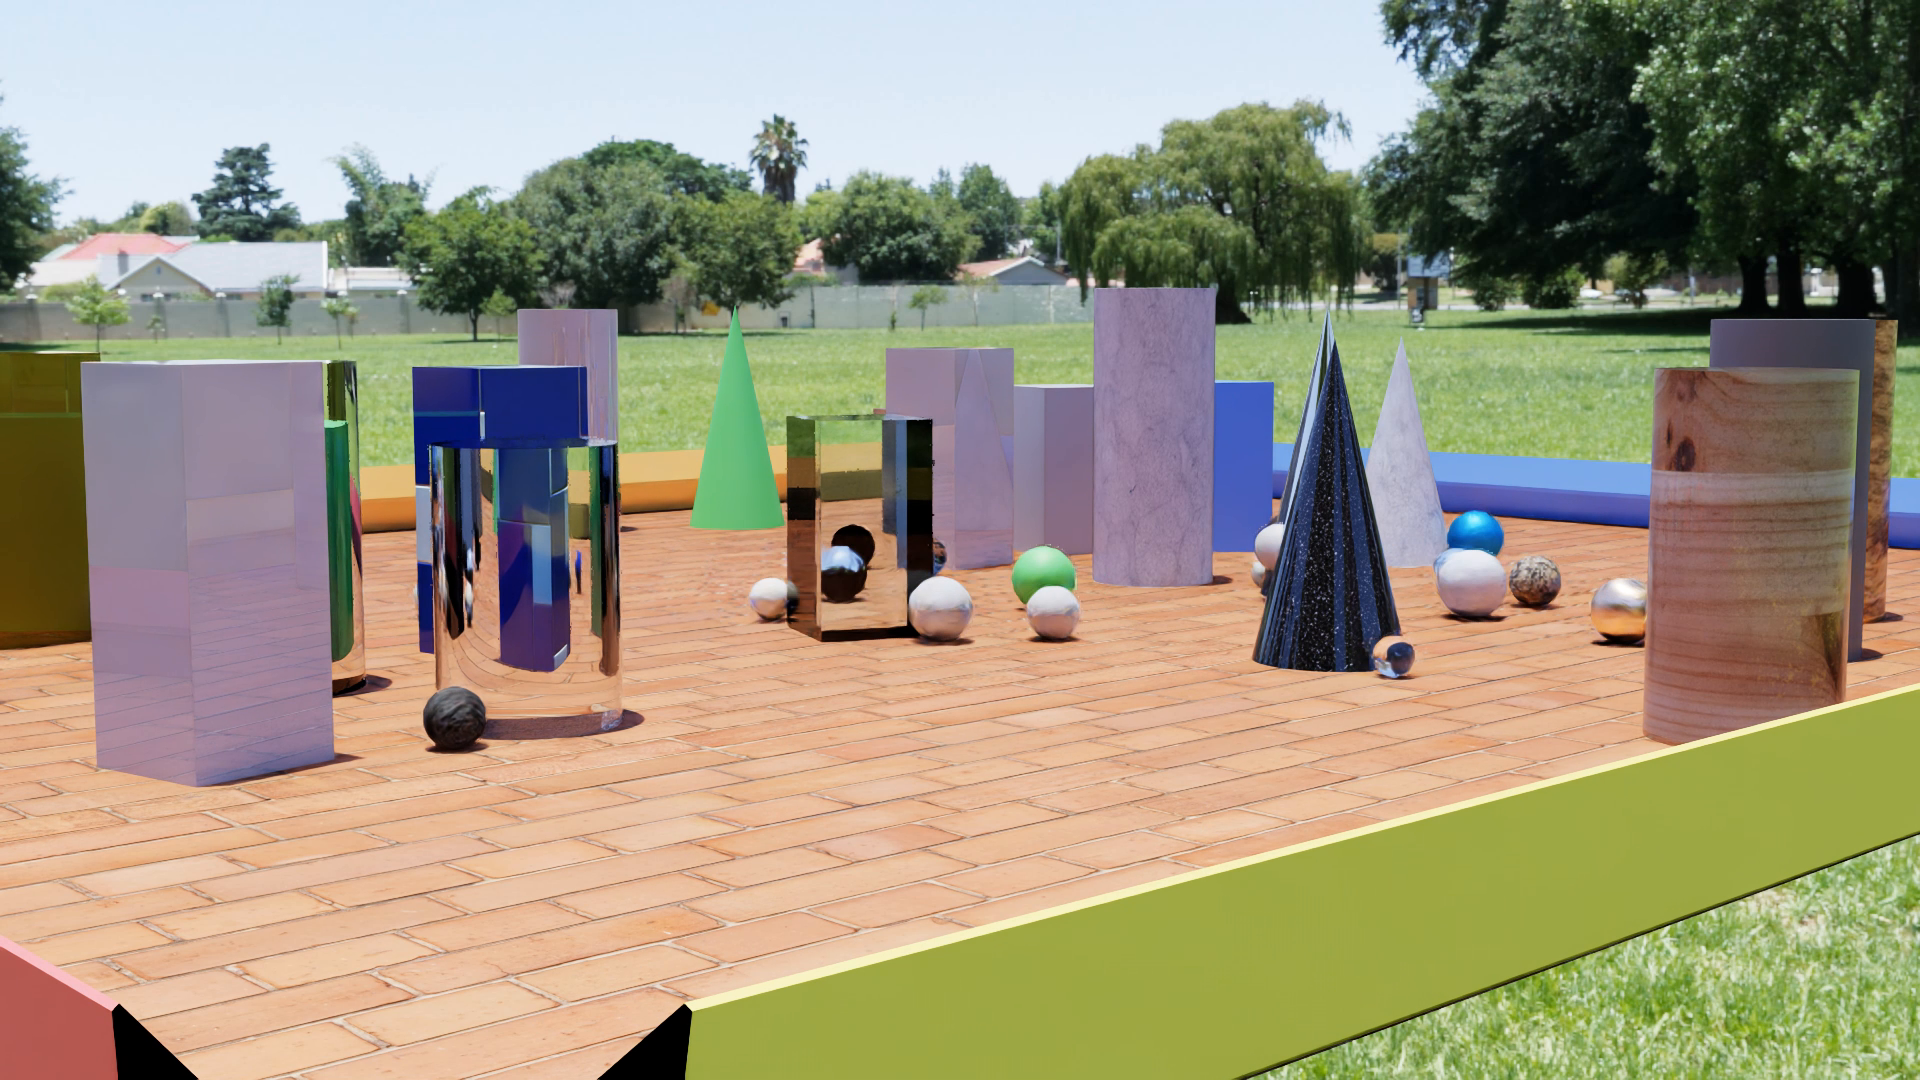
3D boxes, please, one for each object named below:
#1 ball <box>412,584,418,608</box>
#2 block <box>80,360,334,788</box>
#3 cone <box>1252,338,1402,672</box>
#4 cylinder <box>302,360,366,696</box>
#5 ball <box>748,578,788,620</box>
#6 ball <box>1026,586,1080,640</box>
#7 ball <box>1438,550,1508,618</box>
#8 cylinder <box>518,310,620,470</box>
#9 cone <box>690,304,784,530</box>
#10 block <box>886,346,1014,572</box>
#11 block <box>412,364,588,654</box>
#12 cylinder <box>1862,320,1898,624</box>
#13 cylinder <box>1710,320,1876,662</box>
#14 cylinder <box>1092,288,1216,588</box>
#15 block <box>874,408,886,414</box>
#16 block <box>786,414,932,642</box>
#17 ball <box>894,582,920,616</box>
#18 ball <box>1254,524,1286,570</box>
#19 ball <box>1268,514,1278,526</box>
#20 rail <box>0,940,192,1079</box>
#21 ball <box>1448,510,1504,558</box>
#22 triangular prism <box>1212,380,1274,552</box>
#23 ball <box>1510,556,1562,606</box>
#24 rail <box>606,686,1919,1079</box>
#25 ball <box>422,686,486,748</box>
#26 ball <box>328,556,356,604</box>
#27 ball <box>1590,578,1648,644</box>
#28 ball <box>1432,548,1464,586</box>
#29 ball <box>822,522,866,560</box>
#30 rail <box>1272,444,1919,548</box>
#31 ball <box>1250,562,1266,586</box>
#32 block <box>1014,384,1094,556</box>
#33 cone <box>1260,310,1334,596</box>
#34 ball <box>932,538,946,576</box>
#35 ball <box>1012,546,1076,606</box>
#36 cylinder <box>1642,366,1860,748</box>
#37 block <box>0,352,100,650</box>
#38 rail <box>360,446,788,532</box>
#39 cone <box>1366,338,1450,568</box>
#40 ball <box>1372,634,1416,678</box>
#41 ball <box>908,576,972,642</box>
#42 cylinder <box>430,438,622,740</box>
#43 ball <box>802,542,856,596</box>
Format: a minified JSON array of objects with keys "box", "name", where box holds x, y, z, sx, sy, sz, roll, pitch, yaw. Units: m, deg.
[{"box":[-0.779,0.083,3.236,0.053,0.053,0.053,0,6,0],"name":"ball"},{"box":[-0.734,0.024,2.151,0.159,0.395,0.159,4,7,35],"name":"block"},{"box":[0.473,-0.051,2.796,0.199,0.410,0.199,0,6,0],"name":"cone"},{"box":[-0.808,-0.017,2.589,0.199,0.385,0.199,0,6,0],"name":"cylinder"},{"box":[-0.272,0.085,3.167,0.063,0.063,0.063,0,6,0],"name":"ball"},{"box":[0.127,0.098,2.987,0.074,0.074,0.074,0,6,0],"name":"ball"},{"box":[0.745,0.064,3.197,0.099,0.099,0.099,0,6,0],"name":"ball"},{"box":[-0.792,-0.243,4.457,0.199,0.448,0.199,0,6,0],"name":"cylinder"},{"box":[-0.464,-0.259,4.565,0.199,0.459,0.199,0,6,0],"name":"cone"},{"box":[-0.018,-0.147,3.864,0.159,0.380,0.159,5,8,40],"name":"block"},{"box":[-0.596,-0.039,2.866,0.159,0.372,0.159,6,8,43],"name":"block"},{"box":[1.250,-0.104,3.206,0.199,0.432,0.199,0,6,0],"name":"cylinder"},{"box":[1.072,-0.069,2.855,0.199,0.433,0.199,0,6,0],"name":"cylinder"},{"box":[0.319,-0.173,3.626,0.199,0.481,0.199,0,6,0],"name":"cylinder"},{"box":[-0.070,-0.140,4.435,0.159,0.248,0.159,-3,7,-25],"name":"block"},{"box":[-0.140,-0.021,3.049,0.159,0.298,0.159,-2,6,-21],"name":"block"},{"box":[-0.069,0.087,3.202,0.053,0.053,0.053,0,6,0],"name":"ball"},{"box":[0.488,0.012,3.375,0.073,0.073,0.073,0,6,0],"name":"ball"},{"box":[0.605,-0.014,4.047,0.077,0.077,0.077,0,6,0],"name":"ball"},{"box":[-1.356,0.163,2.087,0.045,0.129,3.271,-5,8,-42],"name":"rail"},{"box":[0.904,-0.003,3.860,0.095,0.095,0.095,0,6,0],"name":"ball"},{"box":[0.481,-0.142,4.137,0.172,0.313,0.149,-1,6,-12],"name":"triangular prism"},{"box":[0.869,0.062,3.322,0.077,0.077,0.077,0,6,0],"name":"ball"},{"box":[1.093,0.156,2.153,3.738,0.129,0.045,-5,8,-42],"name":"rail"},{"box":[-0.516,0.181,2.244,0.063,0.063,0.063,0,6,0],"name":"ball"},{"box":[-0.959,0.061,3.353,0.073,0.073,0.073,0,6,0],"name":"ball"},{"box":[0.890,0.095,2.944,0.089,0.089,0.089,0,6,0],"name":"ball"},{"box":[0.778,0.050,3.447,0.075,0.075,0.075,0,6,0],"name":"ball"},{"box":[-0.204,0.007,3.853,0.077,0.077,0.077,0,6,0],"name":"ball"},{"box":[1.356,-0.096,4.576,0.045,0.129,3.271,-5,8,-42],"name":"rail"},{"box":[0.493,0.054,3.559,0.043,0.043,0.043,0,6,0],"name":"ball"},{"box":[0.189,-0.133,4.091,0.159,0.306,0.159,-3,7,-26],"name":"block"},{"box":[0.573,-0.140,3.449,0.199,0.452,0.199,0,6,0],"name":"cone"},{"box":[-0.057,0.028,3.690,0.069,0.069,0.069,0,6,0],"name":"ball"},{"box":[0.125,0.057,3.282,0.095,0.095,0.095,0,6,0],"name":"ball"},{"box":[0.819,0.015,2.284,0.199,0.385,0.199,0,6,0],"name":"cylinder"},{"box":[-1.272,-0.059,2.983,0.159,0.389,0.159,6,8,43],"name":"block"},{"box":[-1.093,-0.089,4.510,3.738,0.129,0.045,-5,8,-42],"name":"rail"},{"box":[0.781,-0.163,3.911,0.199,0.402,0.199,0,6,0],"name":"cone"},{"box":[0.528,0.142,2.680,0.052,0.052,0.052,0,6,0],"name":"ball"},{"box":[-0.027,0.093,2.968,0.088,0.088,0.088,0,6,0],"name":"ball"},{"box":[-0.466,0.047,2.371,0.199,0.303,0.199,0,6,0],"name":"cylinder"},{"box":[-0.204,0.046,3.444,0.084,0.084,0.084,0,6,0],"name":"ball"}]
